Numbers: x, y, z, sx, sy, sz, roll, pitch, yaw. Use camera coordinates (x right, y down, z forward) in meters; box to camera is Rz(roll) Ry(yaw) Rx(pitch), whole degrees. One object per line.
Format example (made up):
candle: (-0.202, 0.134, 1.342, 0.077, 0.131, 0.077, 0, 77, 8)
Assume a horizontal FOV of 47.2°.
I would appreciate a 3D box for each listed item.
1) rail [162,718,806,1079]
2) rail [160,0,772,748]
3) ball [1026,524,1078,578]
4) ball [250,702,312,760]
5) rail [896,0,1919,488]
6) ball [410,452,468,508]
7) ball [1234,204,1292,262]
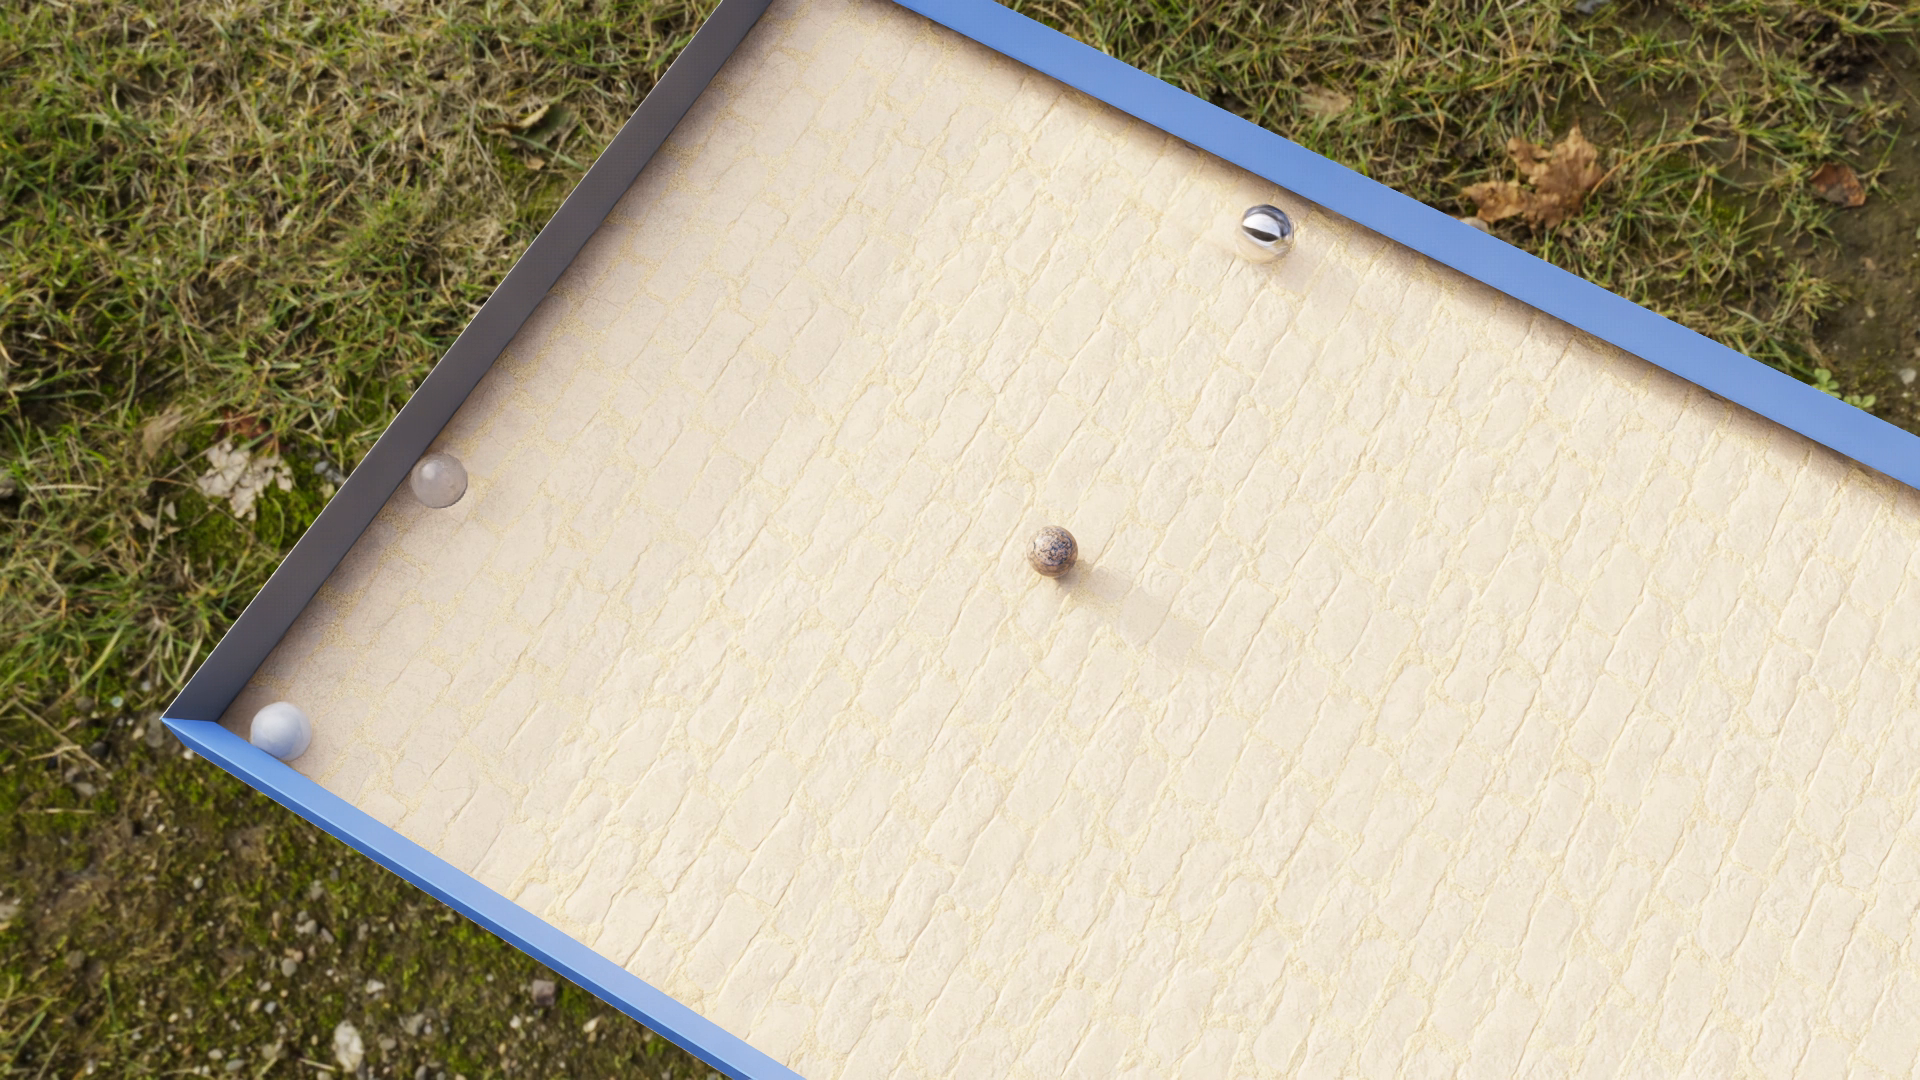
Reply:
rail: (0.311, 1.084, 3.027, 3.505, 0.128, 0.045, 28, 68, 12)
rail: (-0.736, -0.401, 3.708, 0.045, 0.128, 1.807, 28, 68, 12)
ball: (0.148, 0.018, 3.541, 0.085, 0.085, 0.085, 0, 65, 0)
ball: (-1.053, 0.297, 3.410, 0.091, 0.091, 0.091, 0, 65, 0)
rail: (1.201, -0.295, 3.660, 3.505, 0.128, 0.045, 28, 68, 12)
ball: (-0.850, -0.097, 3.590, 0.092, 0.092, 0.092, 0, 65, 0)
ball: (0.522, -0.528, 3.784, 0.098, 0.098, 0.098, 0, 65, 0)
